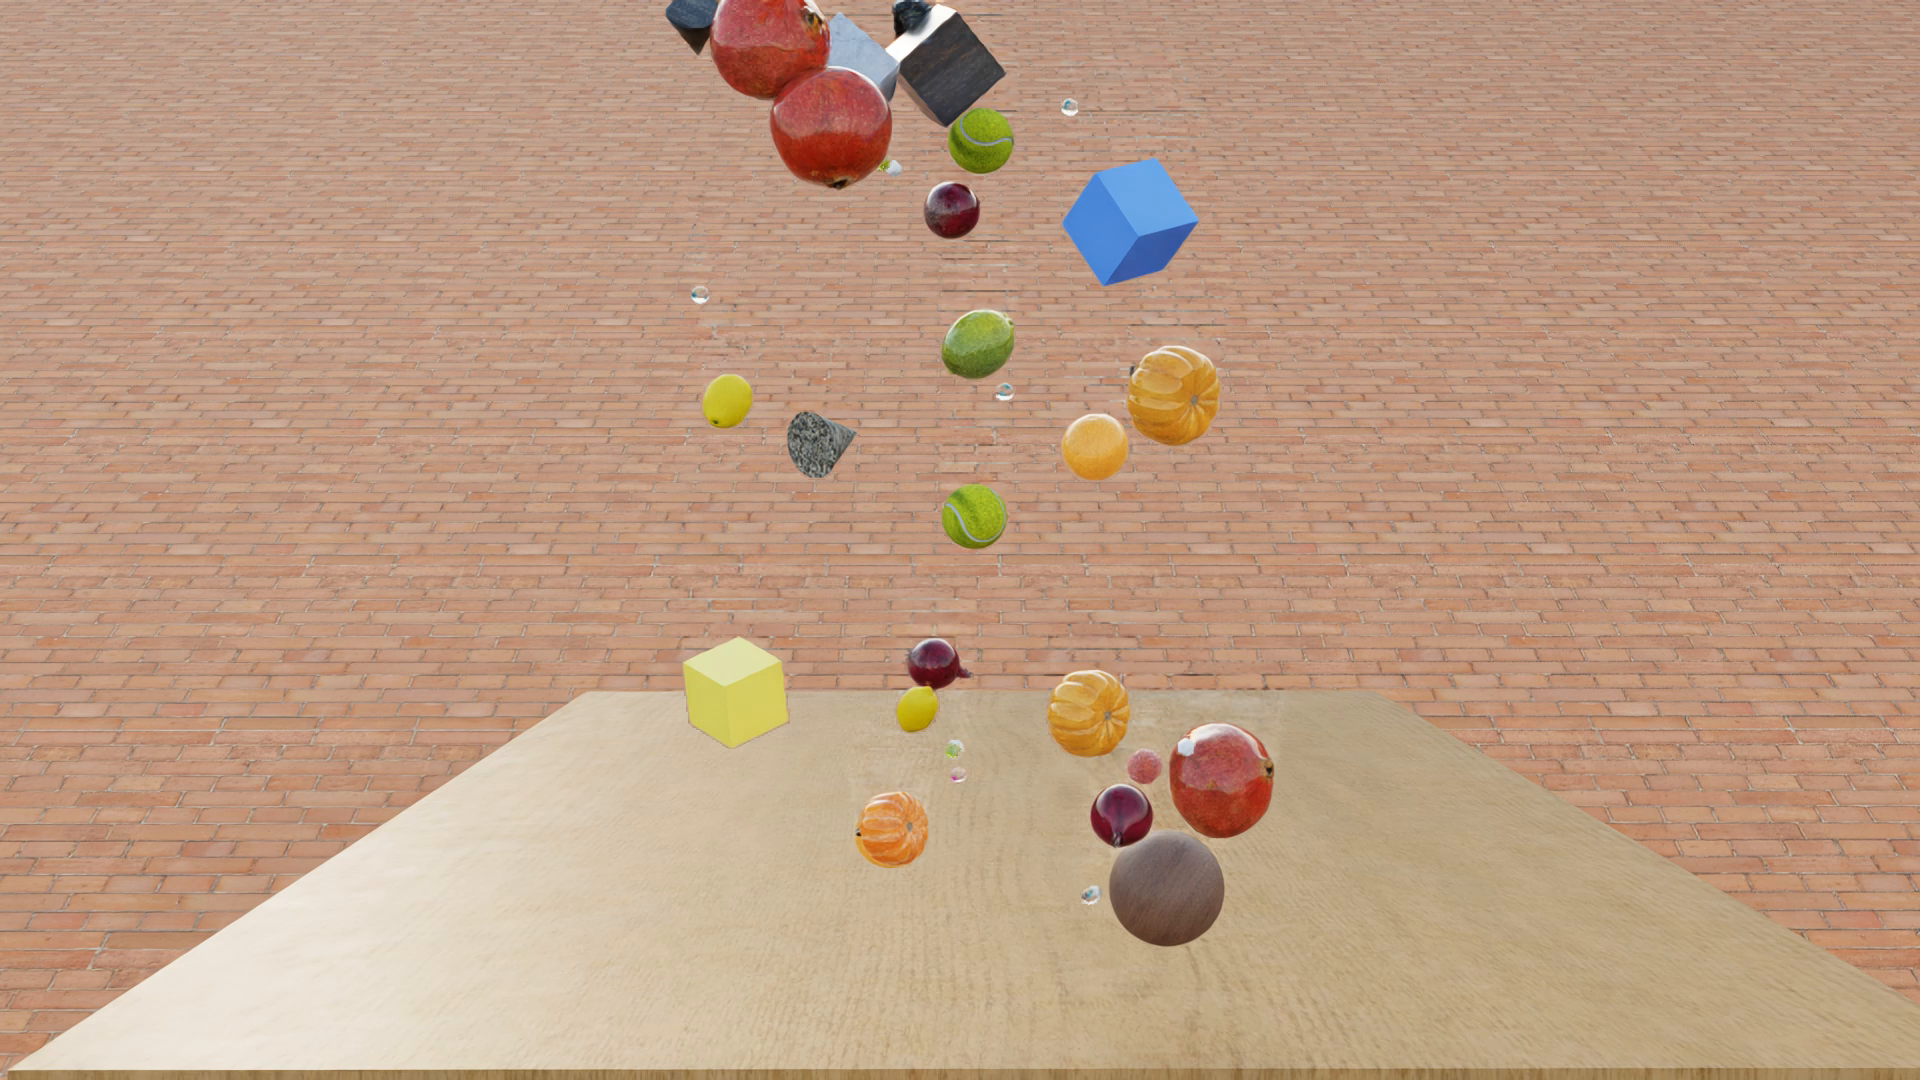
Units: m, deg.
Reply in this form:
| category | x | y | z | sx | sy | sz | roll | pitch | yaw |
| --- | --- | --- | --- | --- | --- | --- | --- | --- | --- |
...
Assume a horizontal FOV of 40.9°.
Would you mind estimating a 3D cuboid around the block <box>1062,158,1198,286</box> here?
| category | x | y | z | sx | sy | sz | roll | pitch | yaw |
| --- | --- | --- | --- | --- | --- | --- | --- | --- | --- |
| block | 0.148 | -0.277 | 2.247 | 0.071 | 0.071 | 0.071 | -19 | 68 | -35 |

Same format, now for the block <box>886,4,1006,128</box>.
| category | x | y | z | sx | sy | sz | roll | pitch | yaw |
| --- | --- | --- | --- | --- | --- | --- | --- | --- | --- |
| block | -0.019 | -0.473 | 2.570 | 0.081 | 0.081 | 0.081 | -42 | 22 | 1 |

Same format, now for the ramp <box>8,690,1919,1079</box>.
| category | x | y | z | sx | sy | sz | roll | pitch | yaw |
| --- | --- | --- | --- | --- | --- | --- | --- | --- | --- |
| ramp | 0.056 | 0.503 | 4.548 | 2.000 | 0.100 | 4.000 | 0 | 2 | 0 |

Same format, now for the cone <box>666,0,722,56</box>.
| category | x | y | z | sx | sy | sz | roll | pitch | yaw |
| --- | --- | --- | --- | --- | --- | --- | --- | --- | --- |
| cone | -0.251 | -0.482 | 2.455 | 0.053 | 0.053 | 0.053 | 0 | 49 | 0 |

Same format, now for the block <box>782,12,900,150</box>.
| category | x | y | z | sx | sy | sz | roll | pitch | yaw |
| --- | --- | --- | --- | --- | --- | --- | --- | --- | --- |
| block | -0.117 | -0.451 | 2.532 | 0.079 | 0.079 | 0.079 | 41 | 74 | 6 |

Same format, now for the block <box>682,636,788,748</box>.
| category | x | y | z | sx | sy | sz | roll | pitch | yaw |
| --- | --- | --- | --- | --- | --- | --- | --- | --- | --- |
| block | -0.232 | 0.157 | 2.669 | 0.073 | 0.073 | 0.073 | -24 | 34 | -34 |
